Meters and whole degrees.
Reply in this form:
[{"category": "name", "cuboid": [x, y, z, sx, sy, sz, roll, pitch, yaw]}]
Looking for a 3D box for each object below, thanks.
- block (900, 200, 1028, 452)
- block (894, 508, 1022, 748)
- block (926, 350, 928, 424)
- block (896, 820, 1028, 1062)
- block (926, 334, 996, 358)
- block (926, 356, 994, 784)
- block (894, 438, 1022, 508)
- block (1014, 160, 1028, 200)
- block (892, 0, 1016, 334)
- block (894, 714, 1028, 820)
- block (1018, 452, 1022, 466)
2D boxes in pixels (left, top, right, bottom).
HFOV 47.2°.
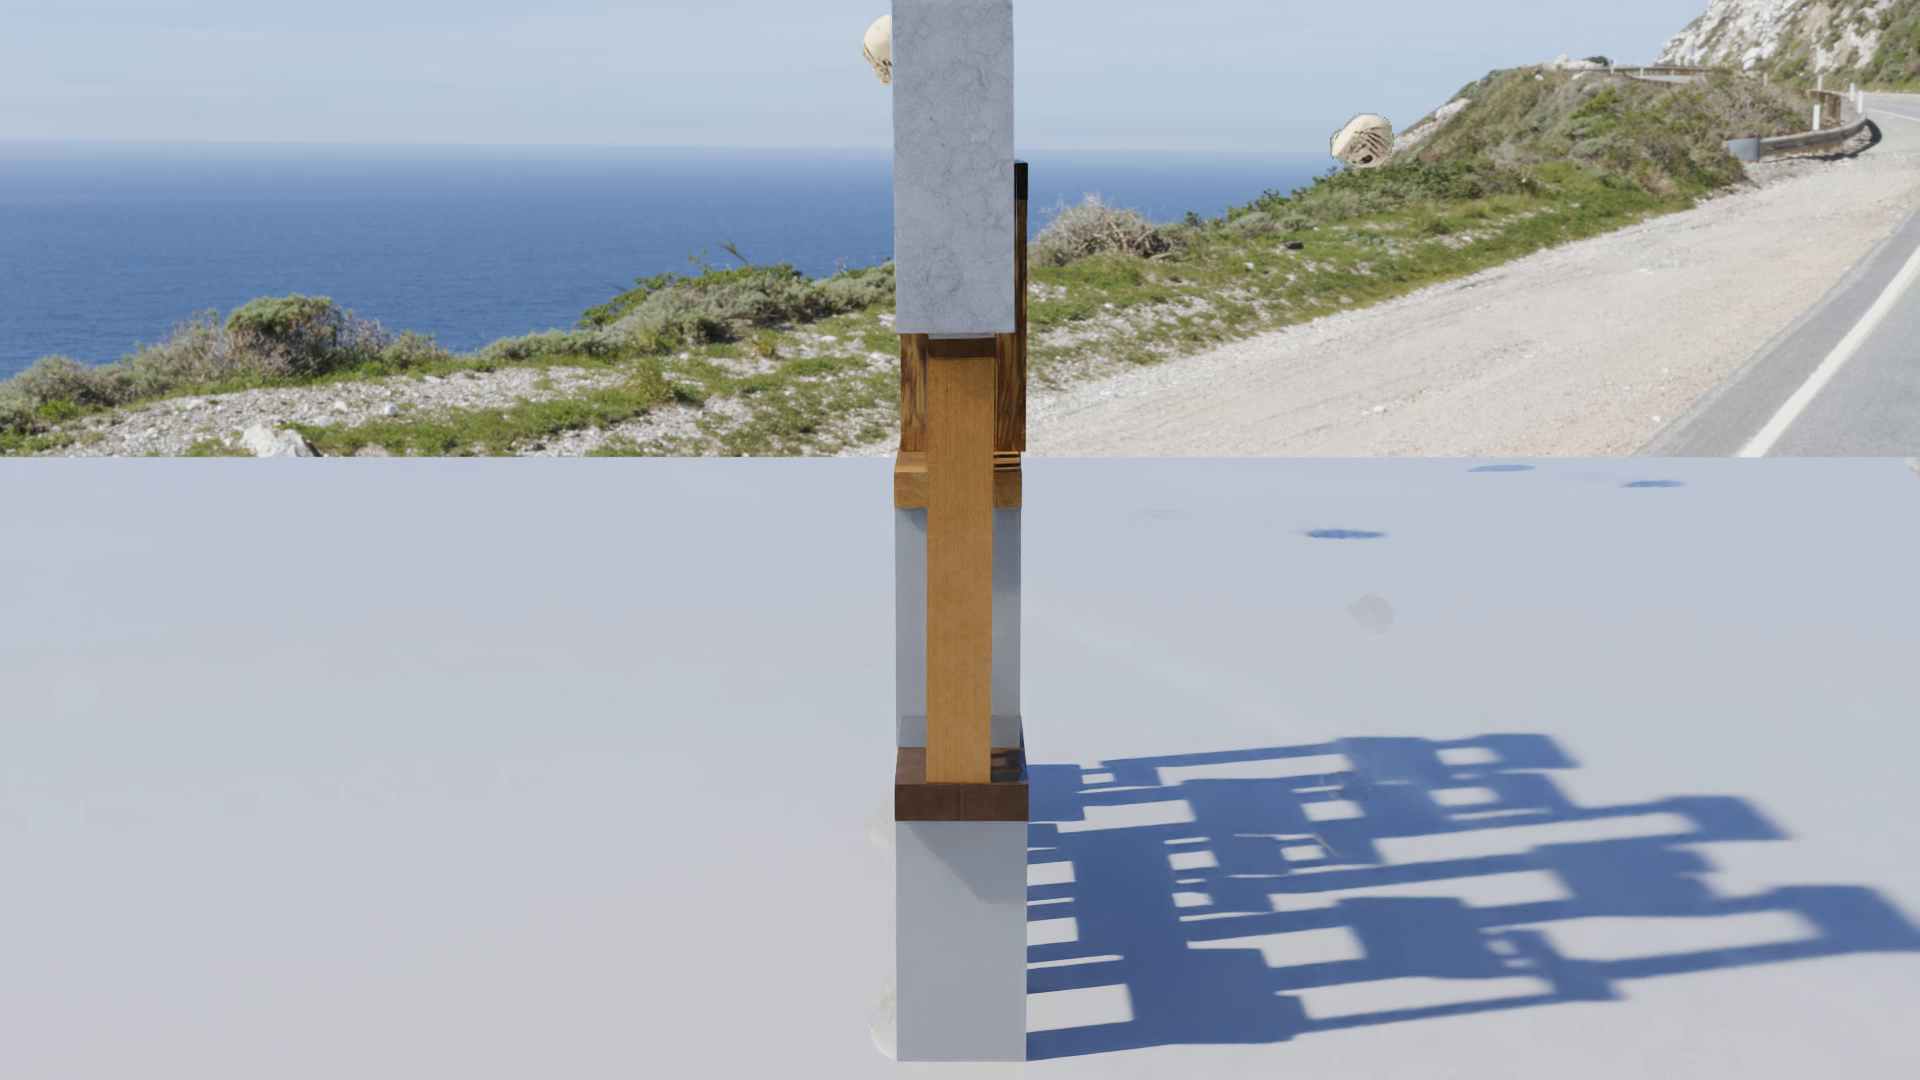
[{"category": "block", "cuboid": [0.005, -0.308, 3.150, 0.179, 0.358, 0.051, 0, 11, 0]}, {"category": "block", "cuboid": [-0.003, 0.116, 3.063, 0.173, 0.346, 0.049, 0, 11, 0]}, {"category": "block", "cuboid": [-0.002, -0.171, 2.935, 0.085, 0.169, 0.024, -1, 15, 0]}, {"category": "block", "cuboid": [0.002, 0.535, 2.998, 0.177, 0.354, 0.050, 0, 11, 0]}, {"category": "block", "cuboid": [0.000, -0.257, 2.862, 0.085, 0.024, 0.169, -1, 10, -2]}, {"category": "block", "cuboid": [0.000, 0.042, 2.864, 0.085, 0.564, 0.024, 0, 11, 0]}, {"category": "block", "cuboid": [-0.003, -0.099, 3.141, 0.173, 0.049, 0.346, 0, 11, 0]}, {"category": "block", "cuboid": [0.004, -0.531, 3.230, 0.179, 0.051, 0.358, 0, 11, 0]}, {"category": "block", "cuboid": [-0.008, -0.530, 2.830, 0.154, 0.524, 0.044, -1, 10, 0]}, {"category": "block", "cuboid": [0.002, 0.315, 3.077, 0.177, 0.050, 0.354, 0, 11, 0]}, {"category": "block", "cuboid": [0.005, -0.207, 3.411, 0.179, 0.651, 0.051, 0, 10, 0]}]
